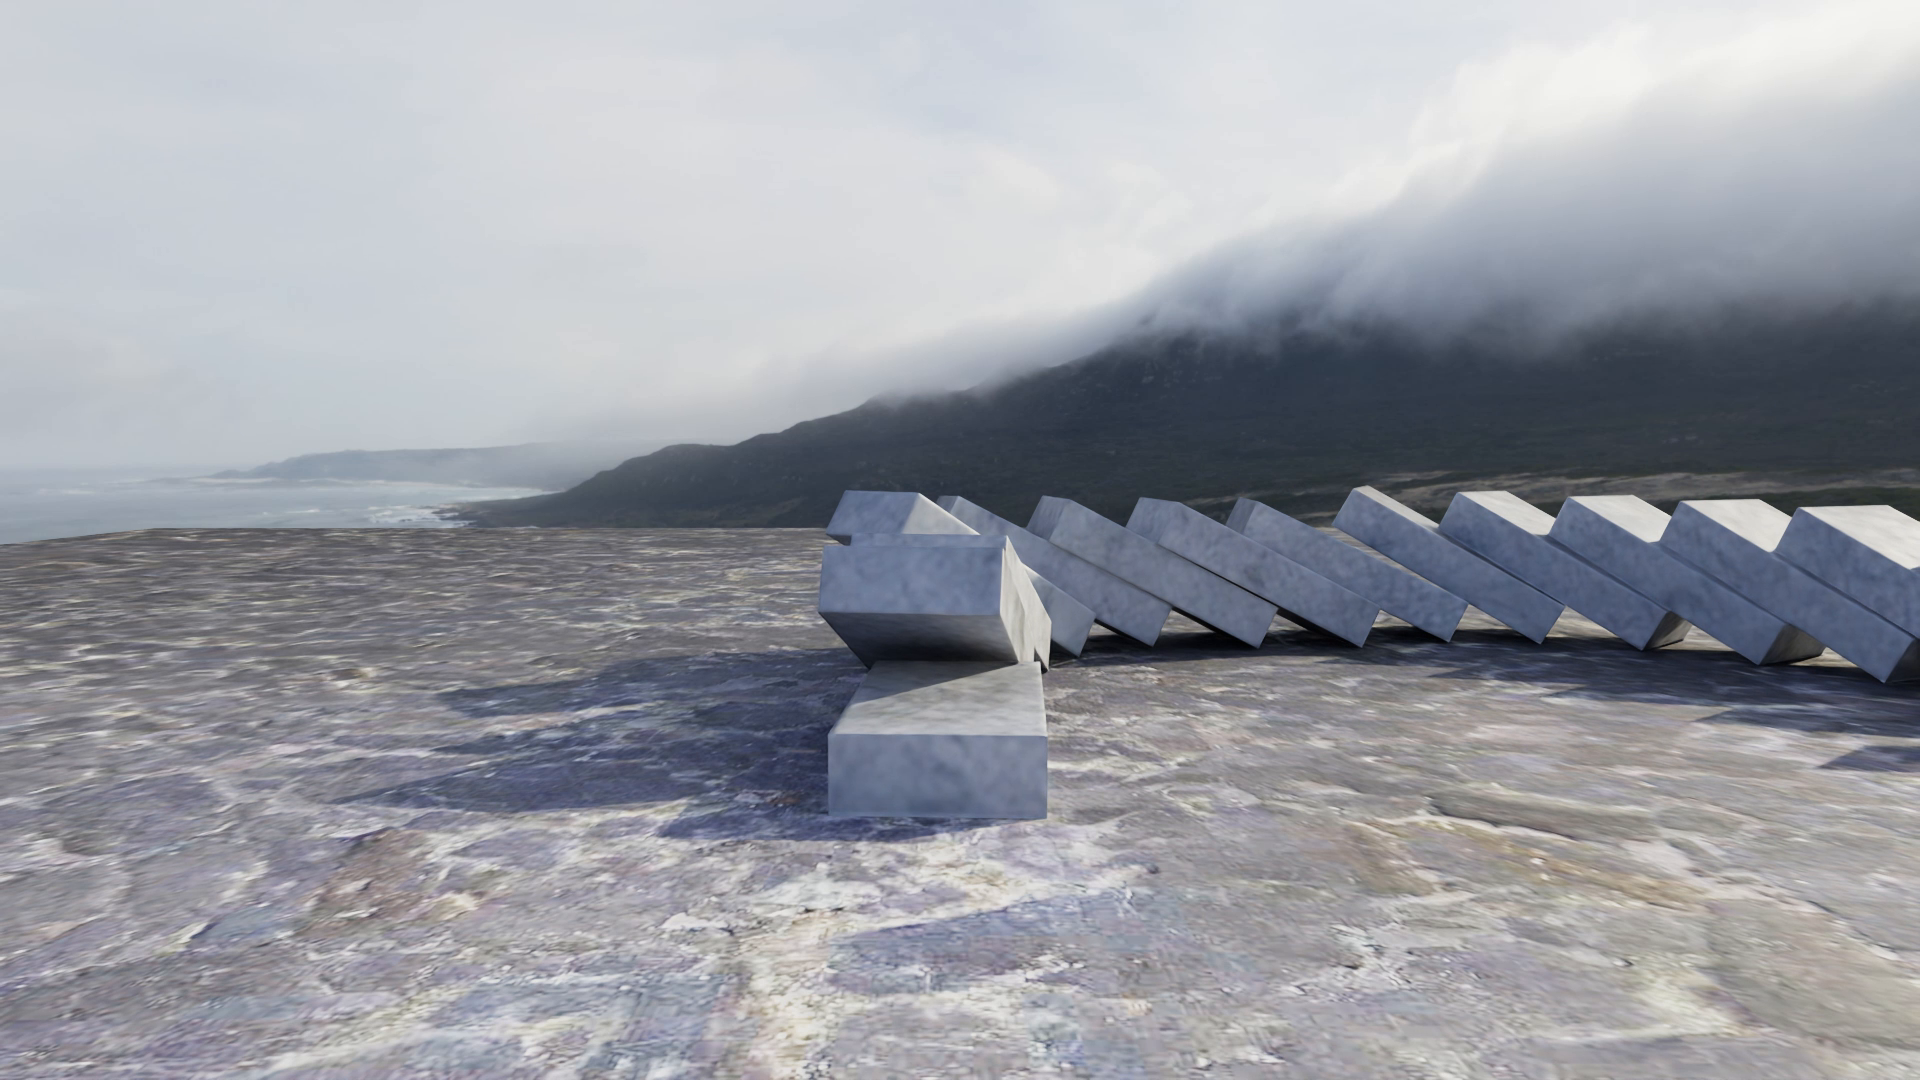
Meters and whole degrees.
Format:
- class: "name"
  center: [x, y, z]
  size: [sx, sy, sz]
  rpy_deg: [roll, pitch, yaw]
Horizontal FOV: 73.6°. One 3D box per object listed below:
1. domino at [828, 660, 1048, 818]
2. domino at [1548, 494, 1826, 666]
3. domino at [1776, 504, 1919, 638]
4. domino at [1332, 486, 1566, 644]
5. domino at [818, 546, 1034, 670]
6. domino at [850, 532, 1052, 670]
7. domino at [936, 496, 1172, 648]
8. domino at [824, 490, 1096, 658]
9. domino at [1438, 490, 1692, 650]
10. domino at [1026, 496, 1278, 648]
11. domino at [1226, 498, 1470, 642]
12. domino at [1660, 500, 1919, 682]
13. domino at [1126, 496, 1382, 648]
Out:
- class: "domino"
  center: [-0.001, 0.025, 0.171]
  size: [0.025, 0.010, 0.050]
  rpy_deg: [0, 4, 3]
- class: "domino"
  center: [0.153, 0.007, 0.268]
  size: [0.025, 0.009, 0.050]
  rpy_deg: [-2, 32, -32]
- class: "domino"
  center: [0.178, 0.010, 0.230]
  size: [0.025, 0.010, 0.050]
  rpy_deg: [-2, 31, -21]
- class: "domino"
  center: [0.111, 0.004, 0.291]
  size: [0.050, 0.009, 0.025]
  rpy_deg: [33, 16, 19]
- class: "domino"
  center: [-0.003, 0.014, 0.197]
  size: [0.025, 0.010, 0.050]
  rpy_deg: [1, -19, 9]
- class: "domino"
  center: [0.000, 0.012, 0.222]
  size: [0.025, 0.009, 0.050]
  rpy_deg: [1, -19, 13]
- class: "domino"
  center: [0.018, 0.006, 0.271]
  size: [0.050, 0.009, 0.025]
  rpy_deg: [27, -3, -10]
- class: "domino"
  center: [0.001, 0.007, 0.252]
  size: [0.050, 0.009, 0.025]
  rpy_deg: [34, -17, -33]
- class: "domino"
  center: [0.135, 0.005, 0.284]
  size: [0.025, 0.009, 0.050]
  rpy_deg: [-3, 32, -43]
- class: "domino"
  center: [0.040, 0.006, 0.273]
  size: [0.050, 0.010, 0.025]
  rpy_deg: [27, -1, -10]
- class: "domino"
  center: [0.085, 0.006, 0.288]
  size: [0.050, 0.010, 0.025]
  rpy_deg: [26, 5, 1]
- class: "domino"
  center: [0.167, 0.008, 0.250]
  size: [0.025, 0.010, 0.050]
  rpy_deg: [-2, 31, -25]
- class: "domino"
  center: [0.062, 0.006, 0.276]
  size: [0.050, 0.010, 0.025]
  rpy_deg: [26, -1, -11]
